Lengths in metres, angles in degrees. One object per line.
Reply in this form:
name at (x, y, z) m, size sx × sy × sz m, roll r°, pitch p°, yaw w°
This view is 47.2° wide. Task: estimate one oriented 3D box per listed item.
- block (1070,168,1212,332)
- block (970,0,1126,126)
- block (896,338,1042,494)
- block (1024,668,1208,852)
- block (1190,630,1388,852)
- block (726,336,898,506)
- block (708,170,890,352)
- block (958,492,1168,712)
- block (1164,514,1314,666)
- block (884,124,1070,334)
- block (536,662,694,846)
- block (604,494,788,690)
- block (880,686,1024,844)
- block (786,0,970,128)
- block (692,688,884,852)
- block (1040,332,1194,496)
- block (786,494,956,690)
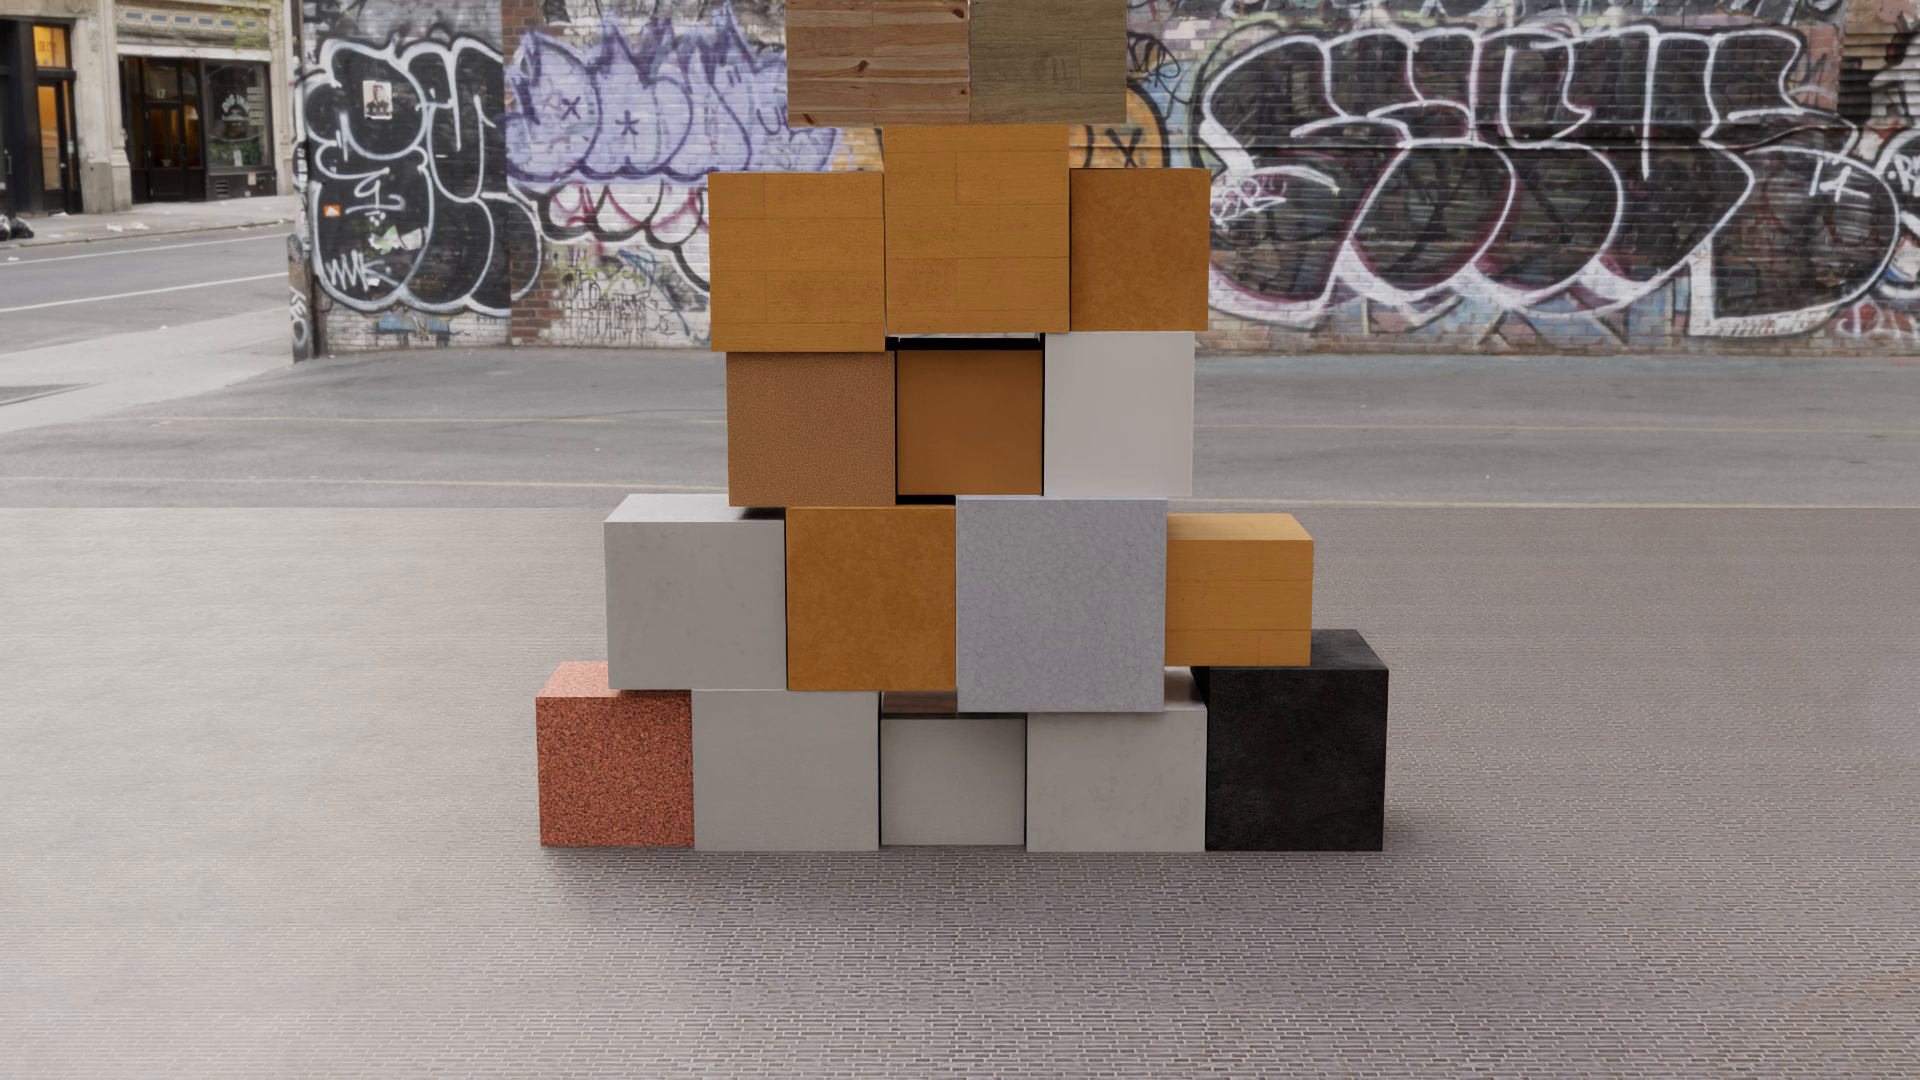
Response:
block at (0.866, -1.455, 10.927) m, size 0.662 × 0.770 × 0.755 m, roll 0°, pitch 10°, yaw 0°
block at (0.418, -2.436, 10.739) m, size 0.738 × 0.803 × 0.725 m, roll -1°, pitch 10°, yaw 0°
block at (0.047, -0.632, 11.054) m, size 0.707 × 0.708 × 0.688 m, roll 0°, pitch 10°, yaw 0°
block at (0.778, 1.120, 11.365) m, size 0.888 × 0.730 × 0.892 m, roll 0°, pitch 10°, yaw 0°
block at (1.673, 1.016, 11.369) m, size 0.882 × 0.933 × 0.916 m, roll 0°, pitch 10°, yaw 0°
block at (-0.723, -0.608, 11.066) m, size 0.813 × 0.761 × 0.782 m, roll 0°, pitch 10°, yaw 0°
block at (-0.779, -1.401, 10.932) m, size 0.837 × 0.848 × 0.861 m, roll 0°, pitch 10°, yaw 0°
block at (0.495, 0.236, 11.218) m, size 1.015 × 1.060 × 0.999 m, roll 0°, pitch 10°, yaw 0°
block at (1.375, 0.243, 11.239) m, size 0.725 × 0.635 × 0.778 m, roll 0°, pitch 10°, yaw 0°
block at (0.081, -1.554, 10.898) m, size 0.876 × 0.983 × 0.887 m, roll -1°, pitch 10°, yaw 0°
block at (-1.725, 1.094, 11.390) m, size 0.777 × 0.773 × 0.762 m, roll 0°, pitch 10°, yaw 0°
block at (-1.297, 0.249, 11.219) m, size 0.880 × 0.841 × 0.861 m, roll 0°, pitch 10°, yaw 0°
block at (-0.037, 1.156, 11.385) m, size 0.721 × 0.653 × 0.692 m, roll 0°, pitch 10°, yaw 0°
block at (-0.390, -2.385, 10.756) m, size 0.859 × 0.714 × 0.778 m, roll -1°, pitch 10°, yaw 0°
block at (-0.867, 1.069, 11.370) m, size 0.919 × 0.828 × 0.895 m, roll 0°, pitch 10°, yaw 0°
block at (0.770, -0.677, 11.038) m, size 0.719 × 0.801 × 0.811 m, roll 0°, pitch 10°, yaw 0°
block at (-0.435, 0.215, 11.215) m, size 0.825 × 0.910 × 0.906 m, roll 0°, pitch 10°, yaw 0°
